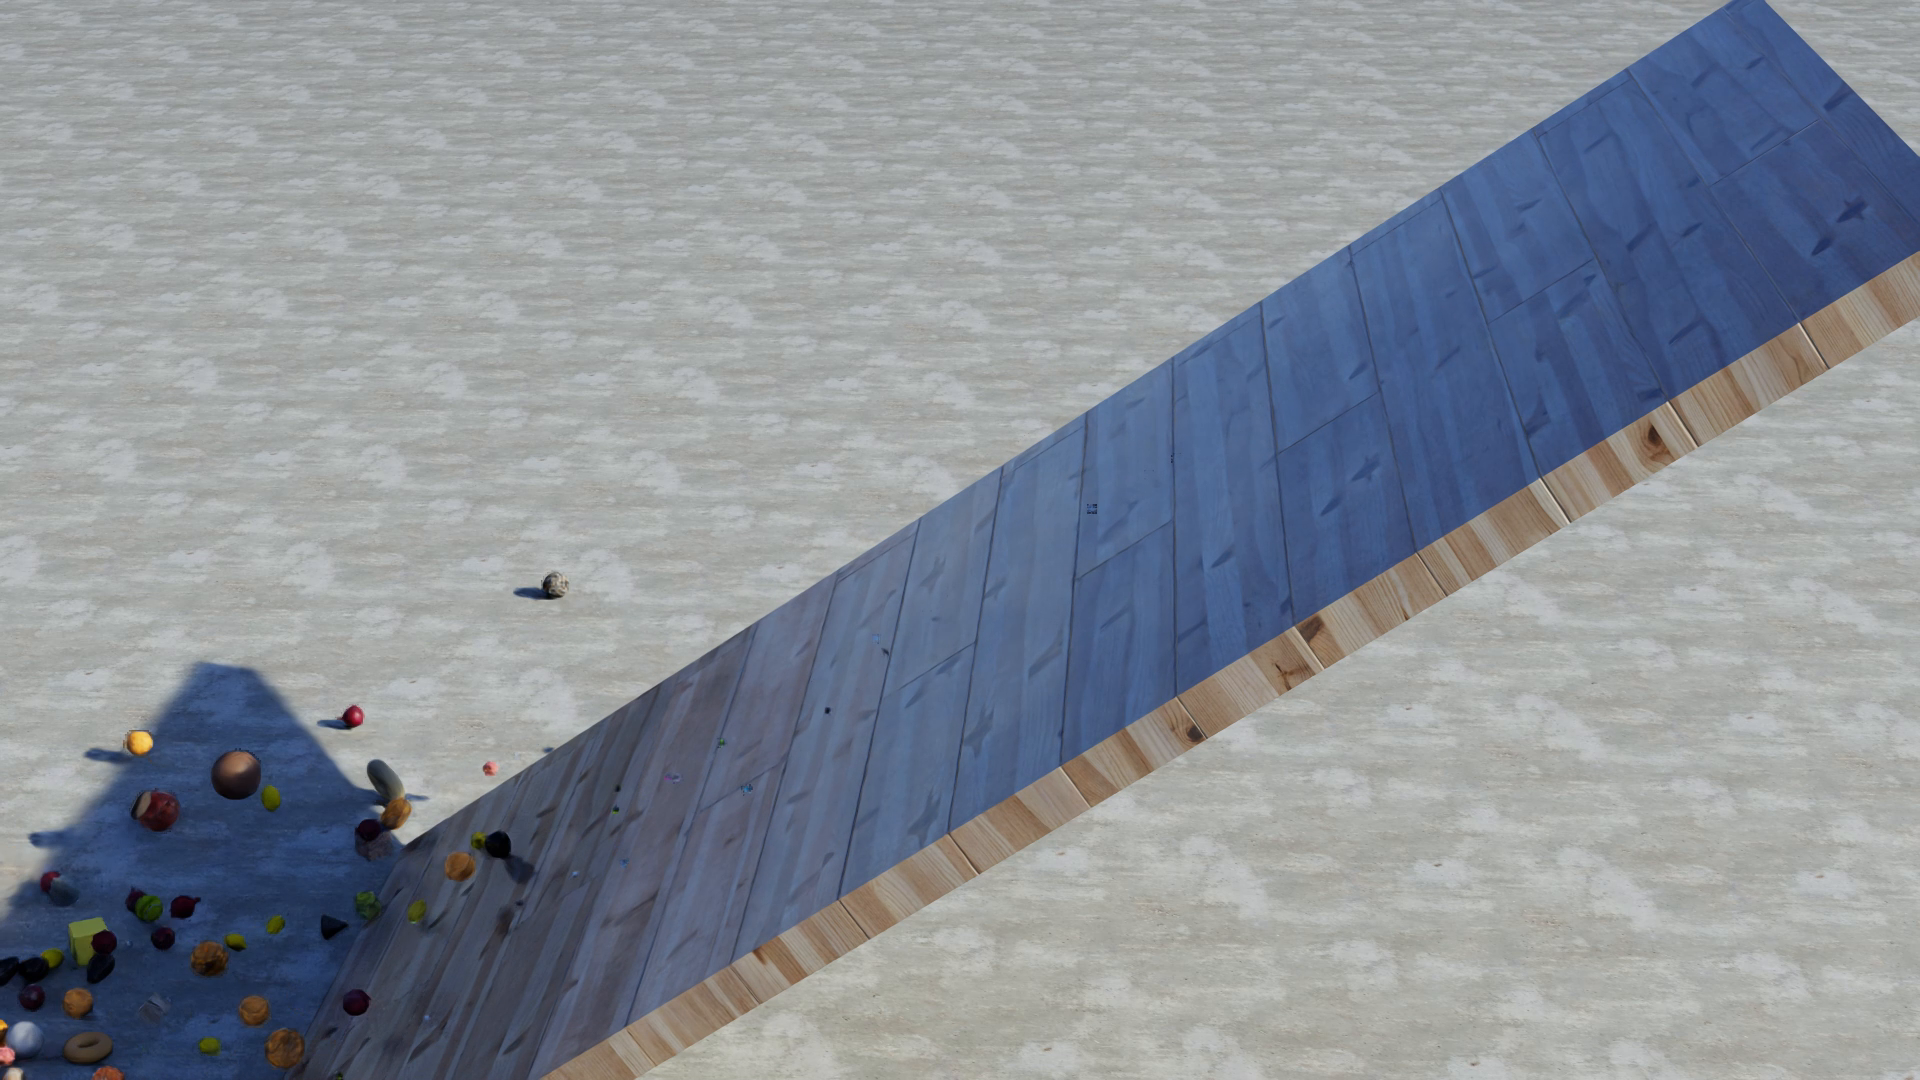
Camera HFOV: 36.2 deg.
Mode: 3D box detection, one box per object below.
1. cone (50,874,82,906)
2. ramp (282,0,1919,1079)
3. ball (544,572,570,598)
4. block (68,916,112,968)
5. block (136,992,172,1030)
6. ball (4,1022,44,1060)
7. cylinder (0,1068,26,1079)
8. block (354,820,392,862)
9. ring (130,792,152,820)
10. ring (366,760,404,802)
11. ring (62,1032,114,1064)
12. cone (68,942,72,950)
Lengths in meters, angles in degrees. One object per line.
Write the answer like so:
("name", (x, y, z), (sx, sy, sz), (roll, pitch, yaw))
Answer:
("cone", (-2.321, 0.888, 7.578), (0.087, 0.087, 0.087), (-3, 62, 6))
("ramp", (0.136, 0.174, 6.305), (4.000, 0.100, 2.000), (-32, 16, 15))
("ball", (-1.309, 0.146, 9.538), (0.084, 0.084, 0.084), (0, 21, 0))
("block", (-2.171, 1.003, 7.339), (0.083, 0.083, 0.083), (-10, 23, -24))
("block", (-1.911, 1.115, 6.972), (0.054, 0.054, 0.054), (41, 7, -8))
("ball", (-2.193, 1.173, 6.892), (0.090, 0.090, 0.090), (0, 21, 0))
("cylinder", (-2.176, 1.247, 6.749), (0.052, 0.052, 0.052), (-1, 21, -2))
("block", (-1.568, 0.805, 7.864), (0.071, 0.071, 0.071), (-16, 27, -36))
("ring", (-2.072, 0.671, 7.443), (0.025, 0.076, 0.076), (32, 11, -22))
("ring", (-1.589, 0.666, 8.138), (0.047, 0.140, 0.140), (-39, 39, -25))
("ring", (-2.049, 1.193, 6.910), (0.117, 0.039, 0.117), (-1, 19, 1))
("cone", (-2.215, 0.988, 7.389), (0.062, 0.062, 0.062), (-1, 34, 1))
